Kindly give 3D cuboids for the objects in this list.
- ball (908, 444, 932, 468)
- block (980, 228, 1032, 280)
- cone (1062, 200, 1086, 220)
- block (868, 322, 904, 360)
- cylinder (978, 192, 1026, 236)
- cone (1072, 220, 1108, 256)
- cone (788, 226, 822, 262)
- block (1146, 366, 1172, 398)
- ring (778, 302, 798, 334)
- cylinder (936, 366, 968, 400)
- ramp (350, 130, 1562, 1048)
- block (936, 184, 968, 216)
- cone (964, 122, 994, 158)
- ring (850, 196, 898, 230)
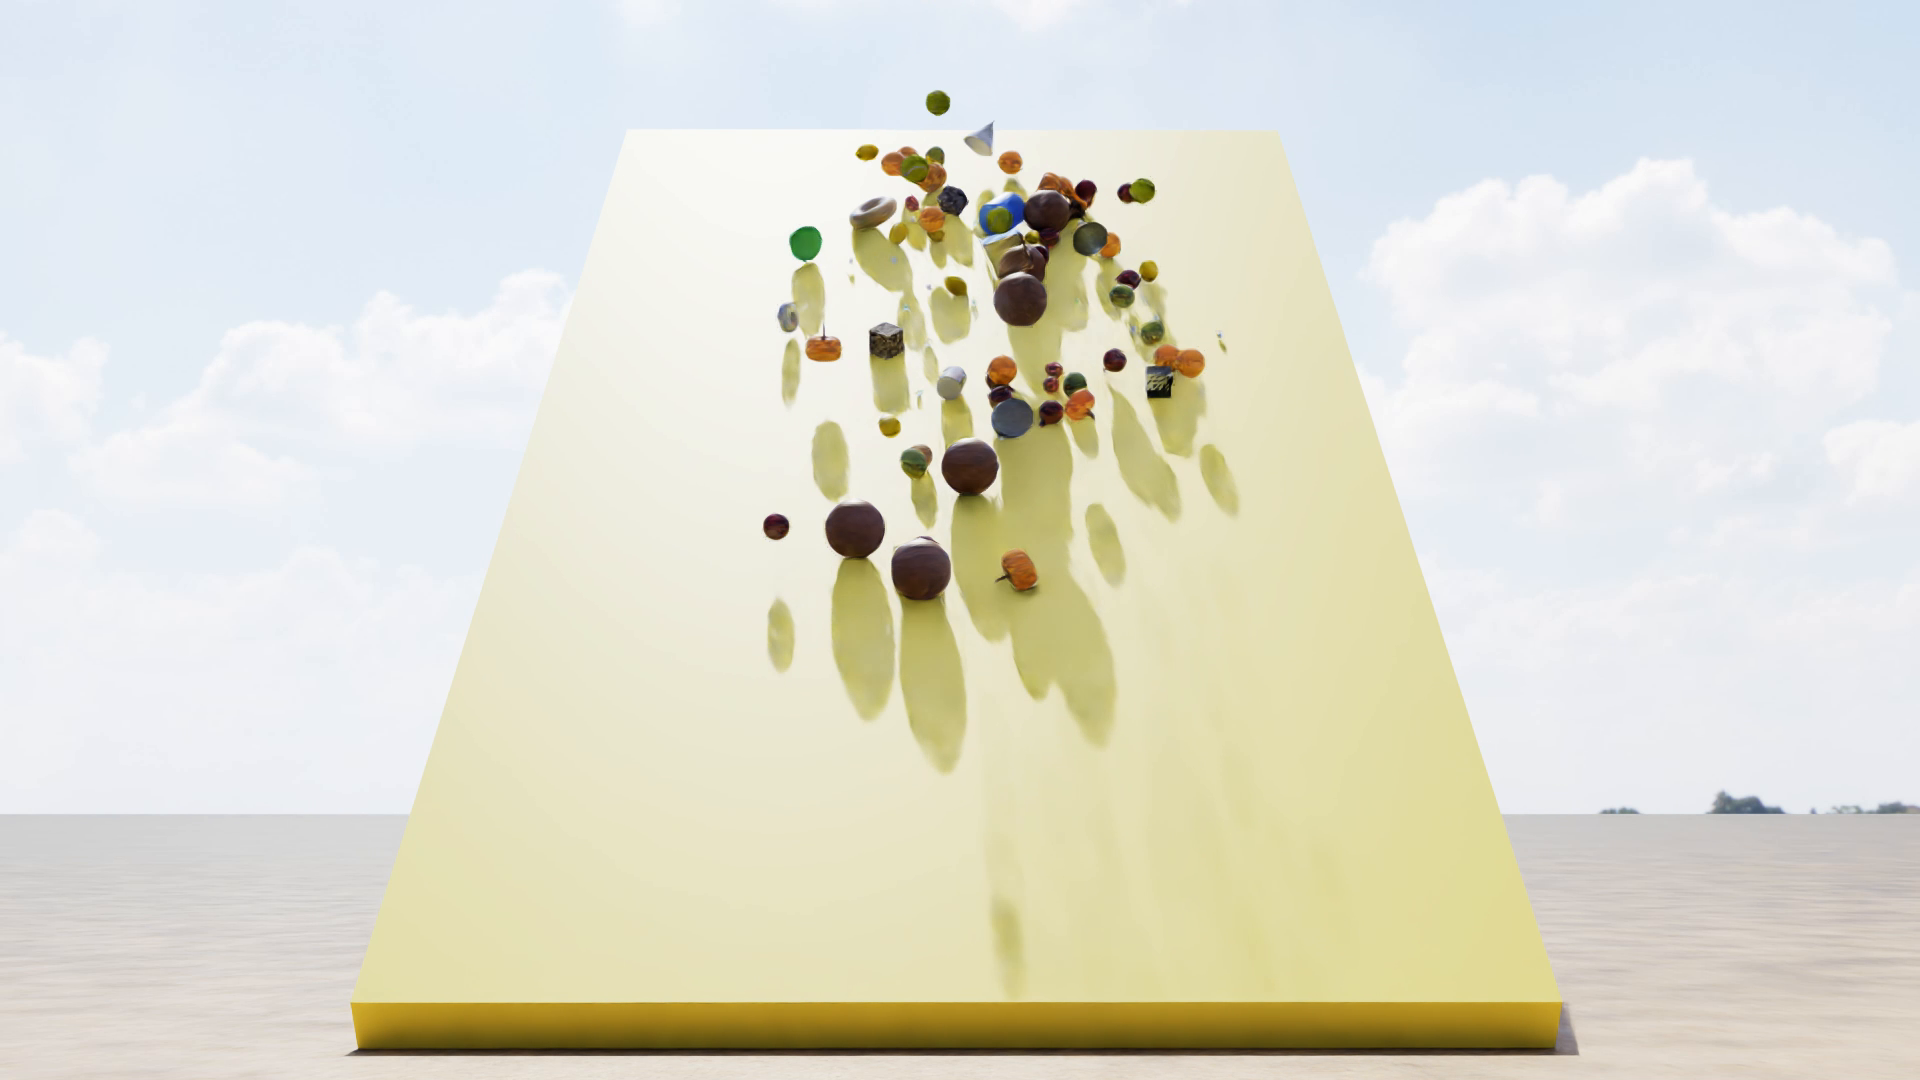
[{"bbox_3d":[-0.091,-0.194,5.568,0.058,0.058,0.058,0,-6,0],"label":"ball"},{"bbox_3d":[0.119,-0.736,6.228,0.098,0.098,0.098,-21,16,-3],"label":"block"},{"bbox_3d":[0.311,-0.919,6.837,0.061,0.061,0.061,-39,1,-11],"label":"cone"},{"bbox_3d":[-0.186,-0.501,6.085,0.064,0.064,0.064,23,37,33],"label":"block"},{"bbox_3d":[0.119,-0.907,6.744,0.099,0.099,0.099,-5,23,38],"label":"cylinder"},{"bbox_3d":[0.325,-0.810,6.321,0.098,0.098,0.098,2,35,-20],"label":"cone"},{"bbox_3d":[-0.443,-0.820,6.602,0.099,0.099,0.099,5,16,-35],"label":"cone"},{"bbox_3d":[0.484,-0.386,5.898,0.059,0.059,0.059,0,30,-1],"label":"block"},{"bbox_3d":[-0.437,-0.566,6.168,0.027,0.081,0.081,-2,-7,26],"label":"ring"},{"bbox_3d":[-0.020,-0.382,5.885,0.063,0.063,0.063,-2,29,16],"label":"cylinder"},{"bbox_3d":[-0.013,-0.206,5.746,2.000,0.100,4.000,0,30,0],"label":"ramp"},{"bbox_3d":[-0.021,-0.960,6.856,0.056,0.056,0.056,23,-21,33],"label":"block"},{"bbox_3d":[0.077,-1.197,7.134,0.097,0.097,0.097,28,-16,9],"label":"cone"},{"bbox_3d":[-0.242,-0.915,6.771,0.145,0.048,0.145,-21,24,10],"label":"ring"}]
